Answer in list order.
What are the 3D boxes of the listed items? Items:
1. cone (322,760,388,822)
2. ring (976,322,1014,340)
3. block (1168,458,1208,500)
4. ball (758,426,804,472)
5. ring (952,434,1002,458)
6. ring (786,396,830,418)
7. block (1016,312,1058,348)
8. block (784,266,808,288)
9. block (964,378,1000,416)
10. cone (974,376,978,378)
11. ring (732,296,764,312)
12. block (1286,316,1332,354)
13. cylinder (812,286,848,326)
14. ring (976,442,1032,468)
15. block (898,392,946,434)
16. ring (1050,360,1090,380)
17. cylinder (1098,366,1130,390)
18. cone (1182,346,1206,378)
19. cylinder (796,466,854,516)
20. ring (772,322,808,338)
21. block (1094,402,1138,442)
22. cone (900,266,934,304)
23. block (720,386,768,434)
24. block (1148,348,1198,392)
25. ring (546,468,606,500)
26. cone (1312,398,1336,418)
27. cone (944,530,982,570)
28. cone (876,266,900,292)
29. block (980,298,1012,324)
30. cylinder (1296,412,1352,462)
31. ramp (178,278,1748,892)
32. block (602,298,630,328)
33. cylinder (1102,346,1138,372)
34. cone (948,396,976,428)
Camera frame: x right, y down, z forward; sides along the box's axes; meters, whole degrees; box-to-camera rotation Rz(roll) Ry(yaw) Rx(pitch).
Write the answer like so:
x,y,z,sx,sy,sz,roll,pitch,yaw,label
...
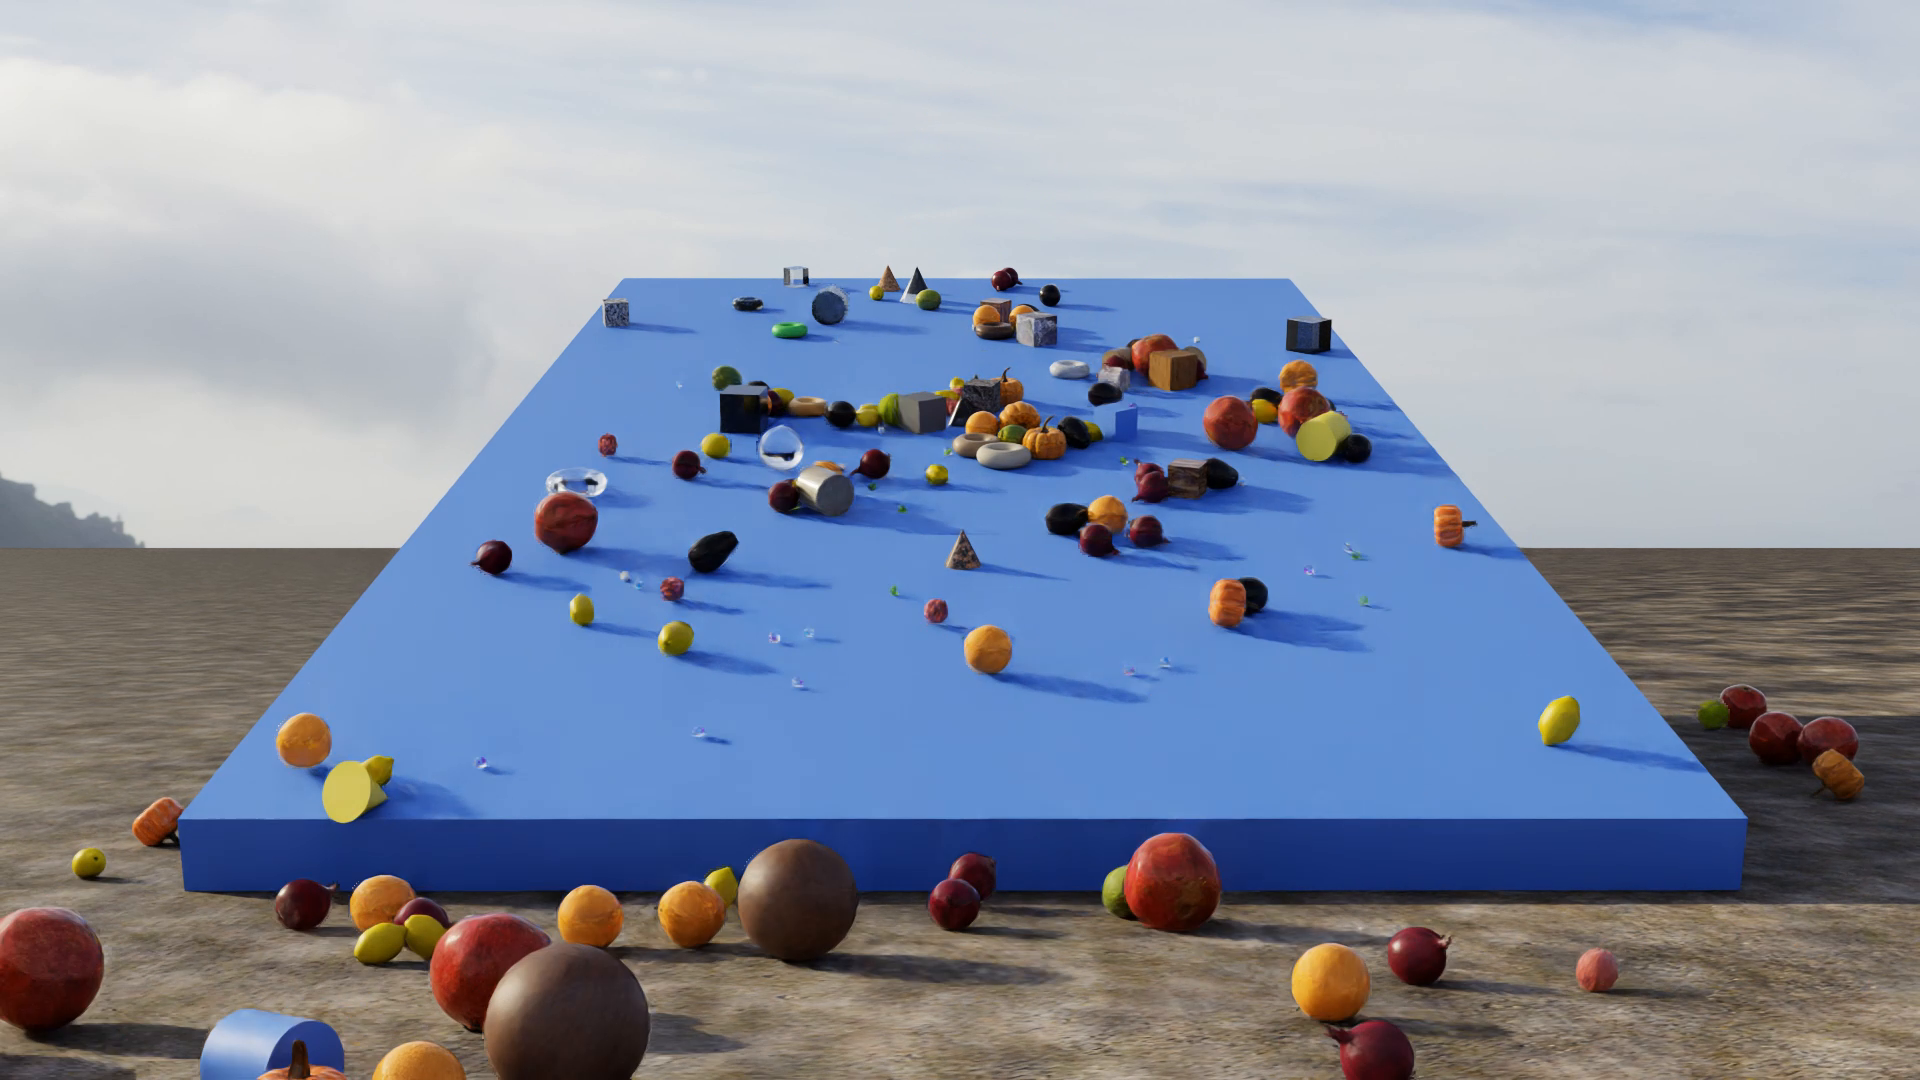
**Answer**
x,y,z,sx,sy,sz,roll,pitch,yaw,label
-0.761,0.328,2.847,0.080,0.080,0.080,0,-12,28,cone
0.091,-0.547,5.792,0.104,0.035,0.104,0,15,0,ring
0.442,-0.119,4.305,0.062,0.062,0.062,6,18,20,block
-0.361,-0.185,4.472,0.092,0.092,0.092,0,0,0,ball
0.037,-0.197,4.614,0.107,0.036,0.107,1,16,0,ring
-0.340,-0.298,4.958,0.095,0.032,0.095,1,16,0,ring
0.198,-0.543,5.709,0.074,0.074,0.074,-11,20,-34,block
-0.482,-0.775,6.520,0.053,0.053,0.053,-13,21,-36,block
0.049,-0.321,4.973,0.067,0.067,0.067,5,17,17,block
0.037,-0.350,5.073,0.065,0.065,0.065,0,17,0,cone
-0.591,-0.657,6.168,0.087,0.029,0.087,1,17,0,ring
0.886,-0.521,5.627,0.080,0.080,0.080,-16,23,-42,block
-0.350,-0.632,5.975,0.092,0.092,0.092,0,16,3,cylinder
0.090,-0.172,4.528,0.113,0.038,0.113,1,16,0,ring
-0.082,-0.276,4.812,0.073,0.073,0.073,-13,21,-37,block
0.264,-0.410,5.336,0.097,0.032,0.097,1,17,0,ring
0.362,-0.378,5.187,0.054,0.054,0.054,-4,-3,40,cylinder
0.543,-0.421,5.366,0.079,0.079,0.079,0,-12,-26,cone
-0.255,-0.092,4.181,0.081,0.081,0.081,0,14,-34,cylinder
-0.446,-0.550,5.804,0.094,0.031,0.094,0,15,0,ring
0.333,-0.252,4.746,0.066,0.066,0.066,-14,22,-39,block
-0.122,-0.729,6.285,0.100,0.100,0.100,0,17,0,cone
-0.468,-0.284,4.813,0.086,0.086,0.086,2,17,7,block
0.502,-0.401,5.221,0.080,0.080,0.080,-11,20,-33,block
-0.747,-0.110,4.310,0.119,0.040,0.119,0,18,0,ring
0.808,-0.284,4.930,0.052,0.052,0.052,0,-10,8,cone
0.005,0.012,3.860,0.065,0.065,0.065,0,17,0,cone
-0.210,-0.766,6.456,0.074,0.074,0.074,0,17,0,cone
0.097,-0.615,5.970,0.062,0.062,0.062,9,19,29,block
0.753,-0.214,4.581,0.087,0.087,0.087,0,14,33,cylinder
-0.002,-0.168,4.751,2.000,0.100,4.000,0,17,0,ramp
-0.924,-0.611,5.949,0.064,0.064,0.064,-4,17,-13,block
0.387,-0.433,5.361,0.063,0.063,0.063,0,12,45,cylinder
0.004,-0.287,4.864,0.065,0.065,0.065,0,17,0,cone
